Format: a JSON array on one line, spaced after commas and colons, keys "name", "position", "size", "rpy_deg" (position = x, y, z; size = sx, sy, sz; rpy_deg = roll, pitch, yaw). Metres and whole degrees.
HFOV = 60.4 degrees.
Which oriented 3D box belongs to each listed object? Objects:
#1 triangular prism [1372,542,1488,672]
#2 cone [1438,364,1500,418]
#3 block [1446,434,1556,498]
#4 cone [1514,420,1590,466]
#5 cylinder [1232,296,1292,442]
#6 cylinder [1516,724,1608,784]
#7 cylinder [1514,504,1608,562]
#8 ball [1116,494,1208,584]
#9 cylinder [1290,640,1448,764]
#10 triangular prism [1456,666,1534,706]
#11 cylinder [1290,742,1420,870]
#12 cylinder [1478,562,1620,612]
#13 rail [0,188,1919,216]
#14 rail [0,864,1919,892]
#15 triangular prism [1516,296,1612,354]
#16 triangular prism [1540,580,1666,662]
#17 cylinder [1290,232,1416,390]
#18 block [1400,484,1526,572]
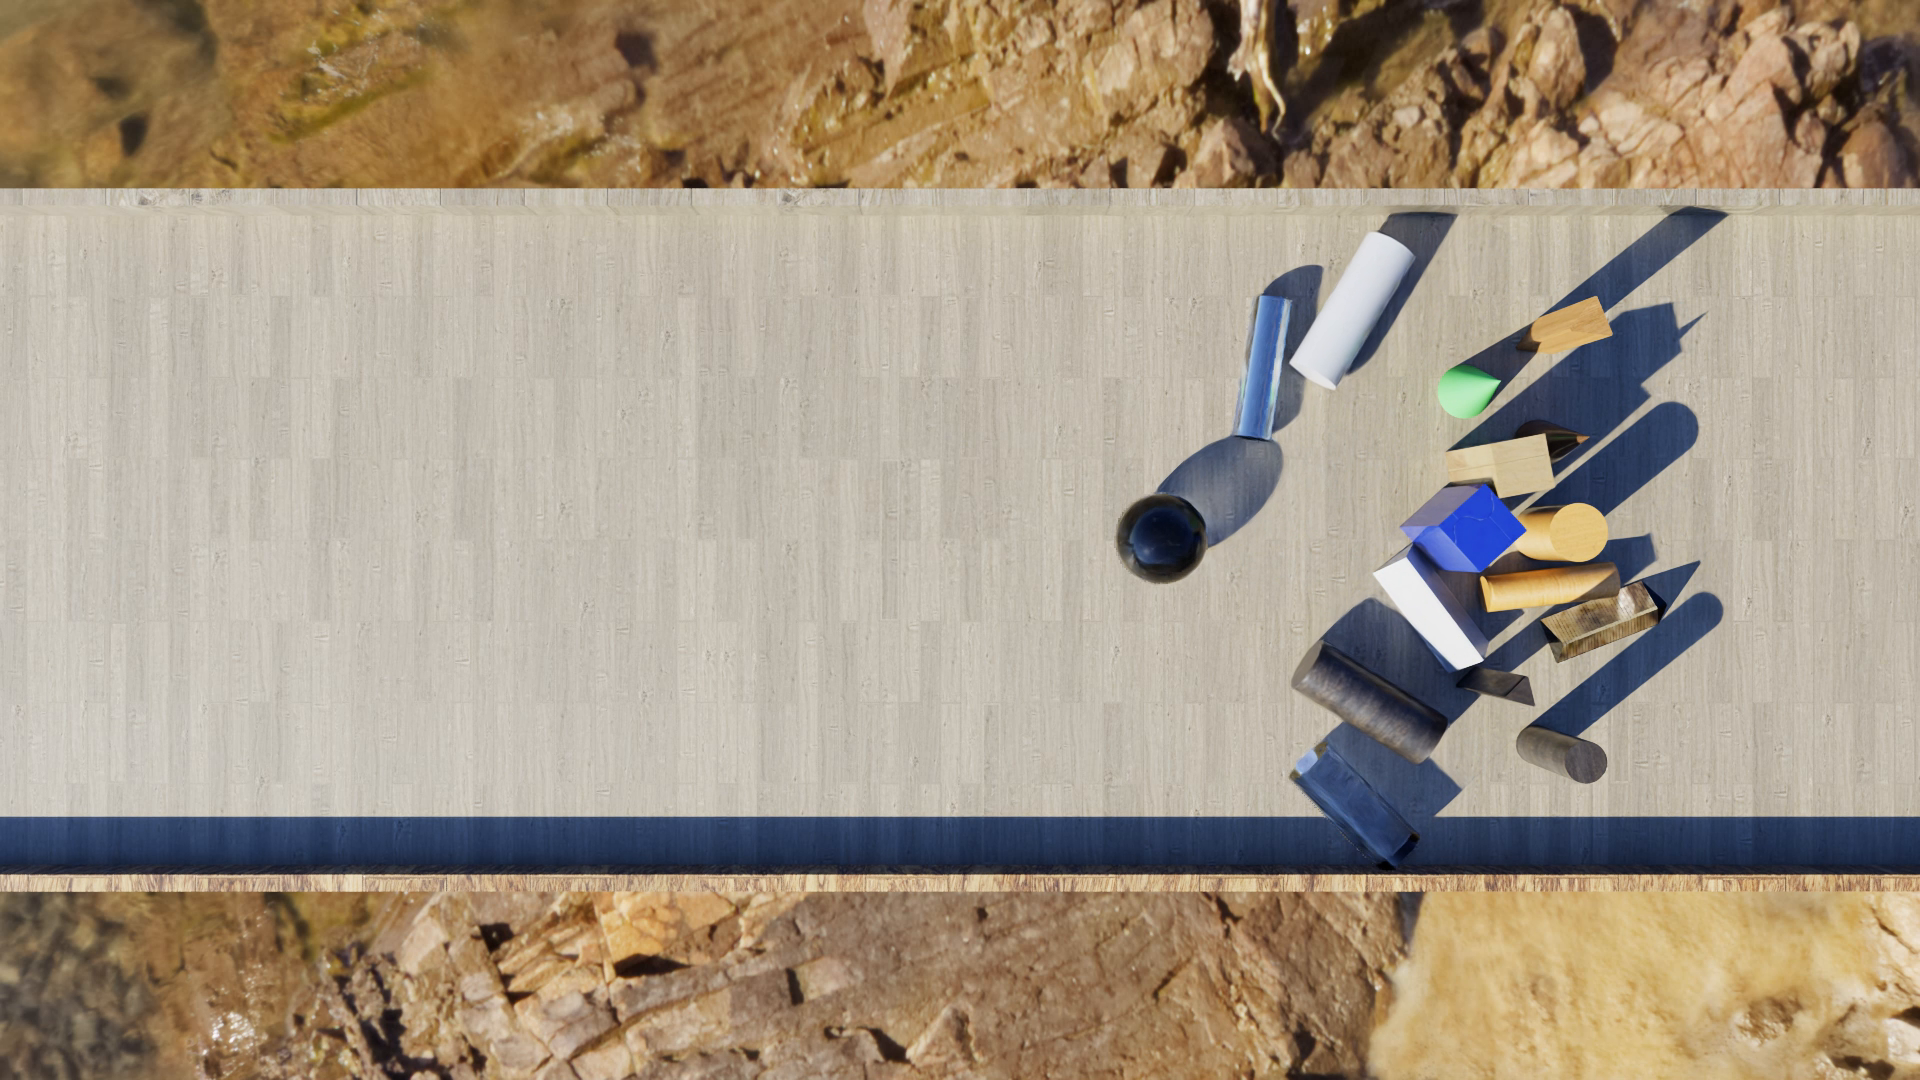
[{"name": "triangular prism", "position": [1.448, 0.208, 5.006], "size": [0.154, 0.134, 0.386], "rpy_deg": [-37, 90, 0]}, {"name": "cone", "position": [1.554, -0.457, 4.907], "size": [0.166, 0.339, 0.166], "rpy_deg": [0, 90, 0]}, {"name": "block", "position": [1.584, -0.209, 4.859], "size": [0.156, 0.434, 0.156], "rpy_deg": [-11, 90, 0]}, {"name": "cone", "position": [1.780, -0.292, 4.867], "size": [0.159, 0.419, 0.159], "rpy_deg": [0, 90, 0]}, {"name": "cylinder", "position": [0.918, -0.521, 5.018], "size": [0.117, 0.117, 0.427], "rpy_deg": [9, 90, 0]}, {"name": "cylinder", "position": [1.771, 0.629, 4.871], "size": [0.121, 0.411, 0.121], "rpy_deg": [0, 90, 0]}, {"name": "cylinder", "position": [1.784, -0.022, 4.916], "size": [0.170, 0.322, 0.170], "rpy_deg": [0, 90, 0]}, {"name": "ball", "position": [0.605, -0.004, 4.940], "size": [0.273, 0.273, 0.273], "rpy_deg": [0, 90, 0]}, {"name": "cylinder", "position": [1.236, 0.489, 4.991], "size": [0.440, 0.172, 0.172], "rpy_deg": [32, 90, 0]}, {"name": "triangular prism", "position": [1.586, 0.423, 4.871], "size": [0.088, 0.410, 0.076], "rpy_deg": [16, 89, -2]}, {"name": "cylinder", "position": [1.194, 0.806, 4.997], "size": [0.390, 0.158, 0.158], "rpy_deg": [45, 90, 0]}, {"name": "cylinder", "position": [1.792, 0.143, 5.021], "size": [0.394, 0.110, 0.110], "rpy_deg": [-7, 90, 0]}, {"name": "rail", "position": [-2.247, -1.025, 5.002], "size": [12.000, 0.150, 0.050], "rpy_deg": [0, 90, 0]}, {"name": "rail", "position": [-2.247, 1.025, 5.001], "size": [12.000, 0.150, 0.050], "rpy_deg": [0, 90, 0]}, {"name": "triangular prism", "position": [1.776, -0.633, 4.850], "size": [0.119, 0.454, 0.103], "rpy_deg": [7, 90, 0]}, {"name": "triangular prism", "position": [1.965, 0.251, 5.011], "size": [0.334, 0.124, 0.143], "rpy_deg": [-21, 90, 0]}, {"name": "cylinder", "position": [1.187, -0.693, 4.995], "size": [0.163, 0.163, 0.458], "rpy_deg": [31, 90, 0]}, {"name": "block", "position": [1.477, -0.034, 4.868], "size": [0.178, 0.416, 0.178], "rpy_deg": [-42, 90, 0]}]
